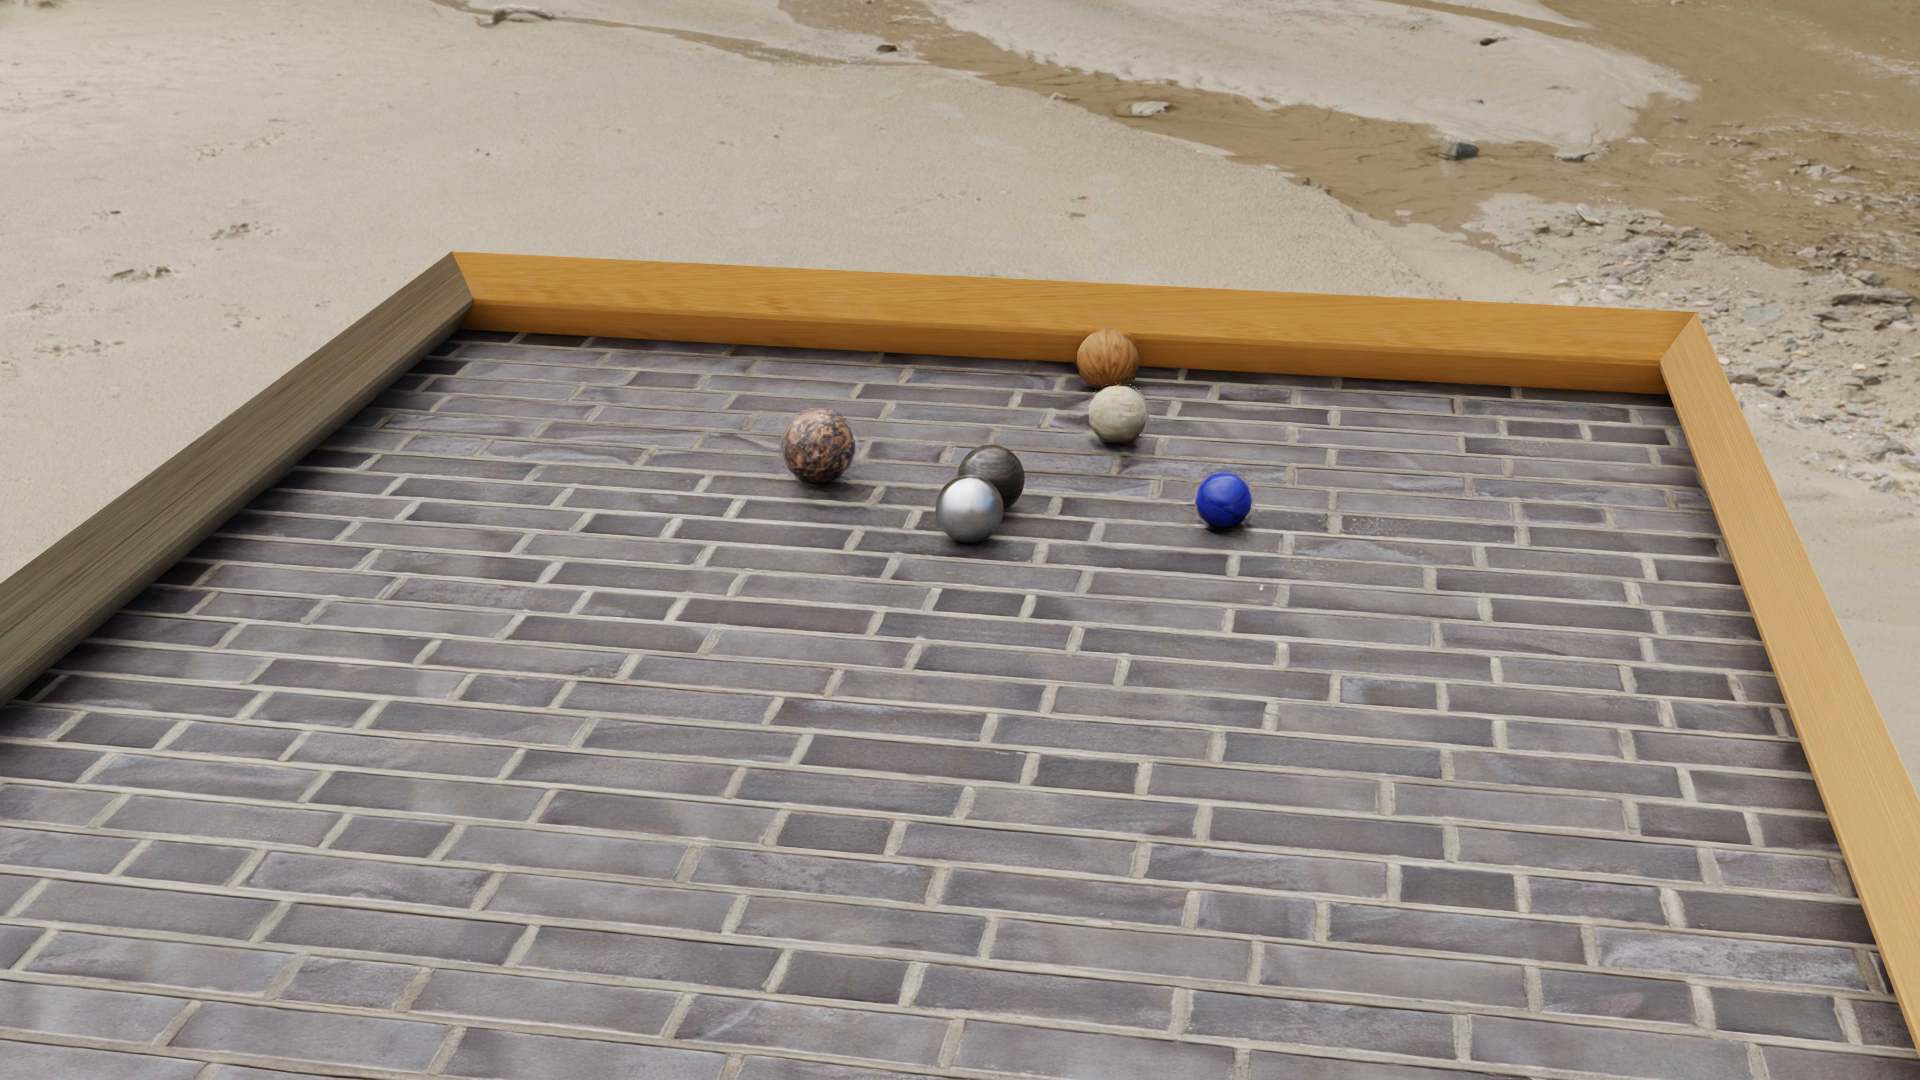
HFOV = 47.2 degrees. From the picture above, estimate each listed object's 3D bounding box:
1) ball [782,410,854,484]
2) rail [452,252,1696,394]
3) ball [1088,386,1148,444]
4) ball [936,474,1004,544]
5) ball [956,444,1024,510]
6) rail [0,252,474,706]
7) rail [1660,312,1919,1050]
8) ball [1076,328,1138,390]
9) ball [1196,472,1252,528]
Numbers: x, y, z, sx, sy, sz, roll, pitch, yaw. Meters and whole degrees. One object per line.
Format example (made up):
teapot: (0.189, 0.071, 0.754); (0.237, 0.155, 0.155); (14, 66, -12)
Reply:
ball: (-0.163, -0.107, 2.525); (0.084, 0.084, 0.084); (0, 24, 0)
rail: (0.111, -0.282, 2.892); (1.650, 0.110, 0.045); (4, 24, 9)
ball: (0.190, -0.151, 2.642); (0.071, 0.071, 0.071); (0, 24, 0)
ball: (0.010, -0.033, 2.370); (0.074, 0.074, 0.074); (0, 24, 0)
ball: (0.034, -0.068, 2.448); (0.076, 0.076, 0.076); (0, 24, 0)
rail: (-0.905, 0.203, 1.781); (0.045, 0.110, 2.774); (4, 24, 9)
rail: (0.675, 0.309, 1.538); (0.045, 0.110, 2.774); (4, 24, 9)
ball: (0.189, -0.231, 2.816); (0.079, 0.079, 0.079); (0, 24, 0)
ball: (0.289, -0.043, 2.407); (0.062, 0.062, 0.062); (0, 24, 0)
